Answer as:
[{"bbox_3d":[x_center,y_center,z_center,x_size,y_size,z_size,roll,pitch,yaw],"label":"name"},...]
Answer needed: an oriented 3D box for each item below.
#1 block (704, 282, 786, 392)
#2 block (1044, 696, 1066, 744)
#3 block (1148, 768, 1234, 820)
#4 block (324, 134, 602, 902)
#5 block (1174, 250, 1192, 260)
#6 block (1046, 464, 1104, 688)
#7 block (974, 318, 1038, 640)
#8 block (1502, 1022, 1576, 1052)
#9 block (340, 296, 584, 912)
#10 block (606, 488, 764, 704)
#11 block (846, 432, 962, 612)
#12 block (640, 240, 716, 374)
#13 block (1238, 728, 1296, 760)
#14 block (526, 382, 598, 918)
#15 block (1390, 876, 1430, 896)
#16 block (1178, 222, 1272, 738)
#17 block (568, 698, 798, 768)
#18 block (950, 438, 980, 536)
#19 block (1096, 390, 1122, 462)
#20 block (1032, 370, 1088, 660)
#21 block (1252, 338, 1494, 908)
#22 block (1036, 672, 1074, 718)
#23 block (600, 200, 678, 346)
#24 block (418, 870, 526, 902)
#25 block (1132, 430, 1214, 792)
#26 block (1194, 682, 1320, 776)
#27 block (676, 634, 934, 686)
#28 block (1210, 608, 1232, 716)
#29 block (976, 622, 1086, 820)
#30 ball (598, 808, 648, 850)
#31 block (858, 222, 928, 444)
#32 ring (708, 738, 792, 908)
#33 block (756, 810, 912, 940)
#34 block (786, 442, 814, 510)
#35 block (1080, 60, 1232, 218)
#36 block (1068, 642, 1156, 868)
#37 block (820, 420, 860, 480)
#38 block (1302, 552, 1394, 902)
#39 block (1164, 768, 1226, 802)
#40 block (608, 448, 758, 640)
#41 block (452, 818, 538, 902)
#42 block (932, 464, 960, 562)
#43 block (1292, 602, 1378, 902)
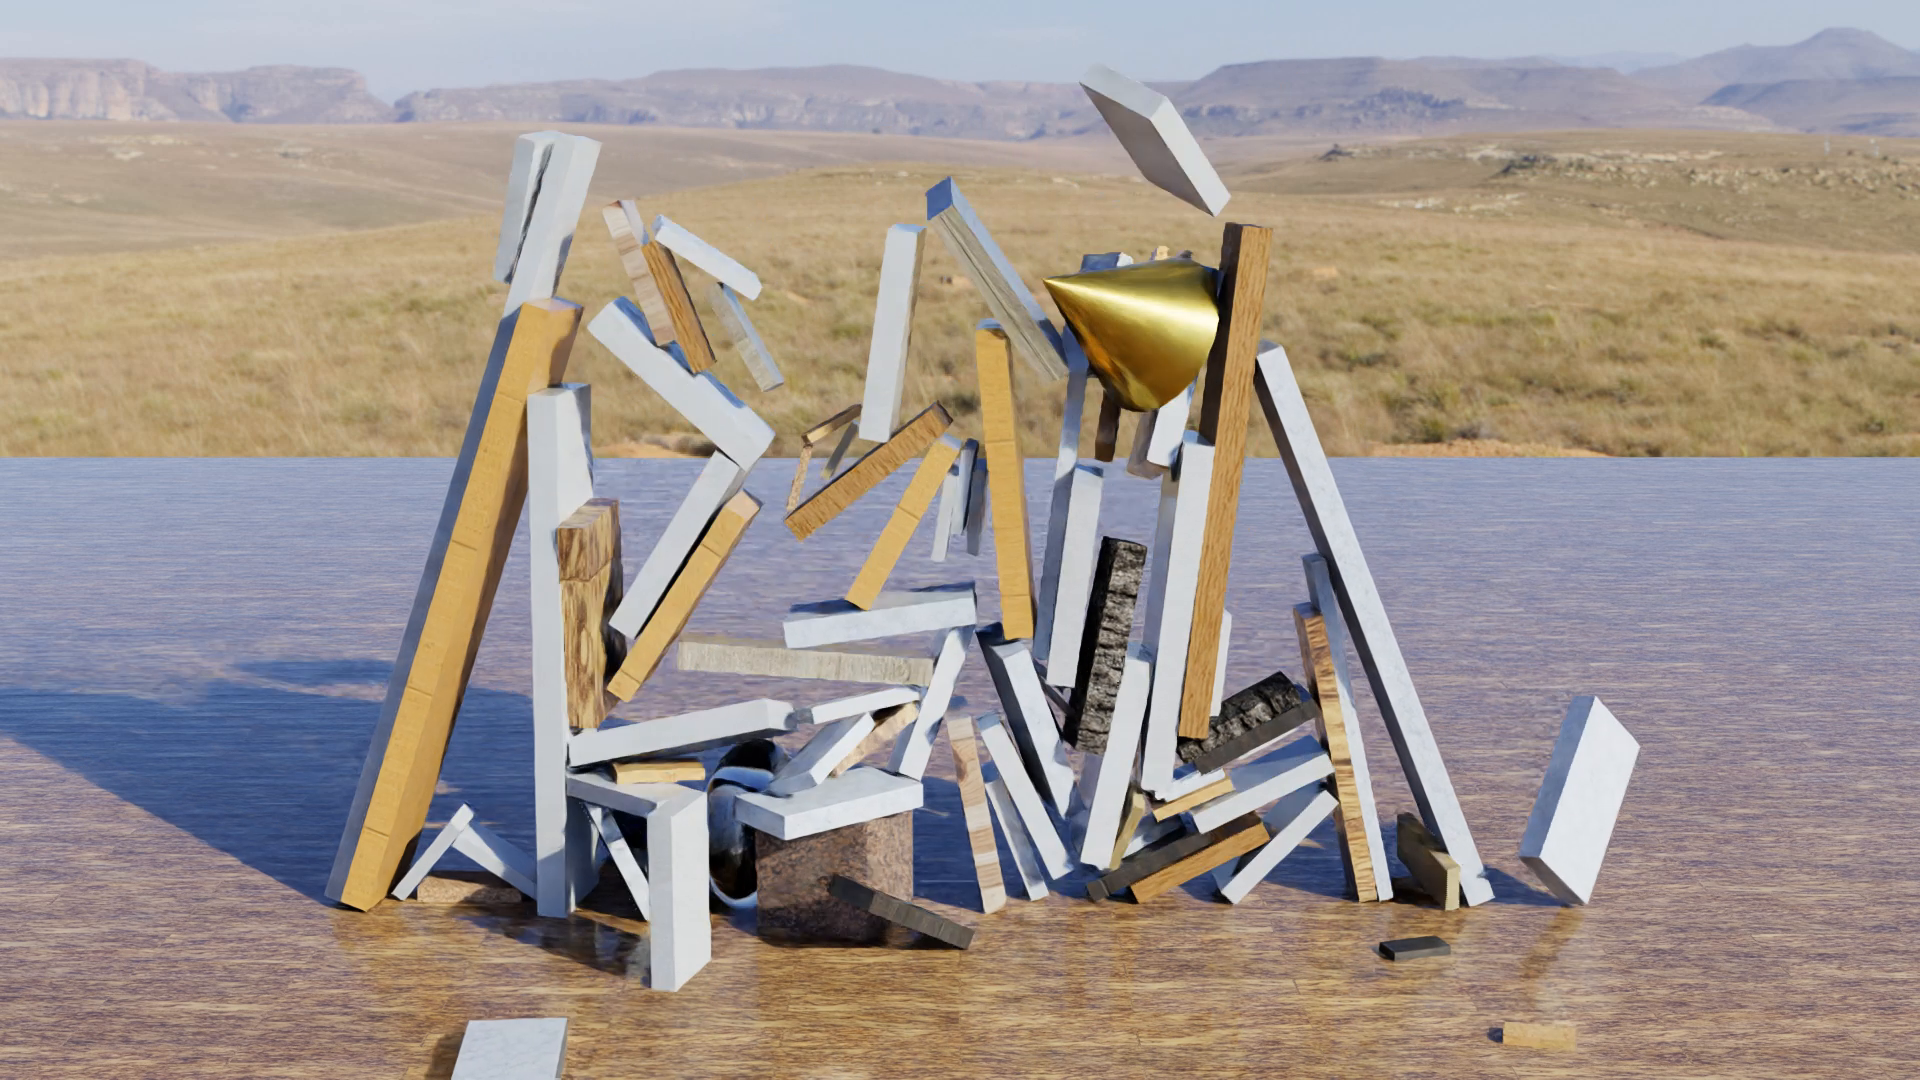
[{"bbox_3d":[-0.342,-0.323,3.497,0.026,0.184,0.092,-30,2,7],"label":"block"},{"bbox_3d":[0.144,0.289,3.639,0.014,0.096,0.048,-28,21,-8],"label":"block"},{"bbox_3d":[0.381,0.420,3.632,0.136,0.019,0.068,-23,10,2],"label":"block"},{"bbox_3d":[-0.805,-0.020,3.541,0.032,1.306,0.114,21,12,7],"label":"block"},{"bbox_3d":[0.350,-0.409,3.578,0.017,0.121,0.060,14,-3,-6],"label":"block"},{"bbox_3d":[0.187,0.056,3.567,0.047,0.329,0.164,8,14,3],"label":"block"},{"bbox_3d":[0.076,-0.102,3.555,0.046,0.499,0.164,-5,11,5],"label":"block"},{"bbox_3d":[0.810,0.694,3.073,0.097,0.014,0.049,3,11,16],"label":"block"},{"bbox_3d":[-0.805,0.106,3.553,0.047,1.031,0.165,21,12,5],"label":"block"},{"bbox_3d":[-0.442,0.089,3.551,0.042,0.363,0.147,34,14,-2],"label":"block"},{"bbox_3d":[-0.089,-0.034,3.545,0.042,0.293,0.147,30,9,-2],"label":"block"},{"bbox_3d":[-0.441,-0.369,3.457,0.026,0.212,0.092,-21,9,6],"label":"block"},{"bbox_3d":[0.498,0.326,3.624,0.106,0.015,0.053,-28,10,-2],"label":"block"},{"bbox_3d":[-0.640,0.178,3.560,0.047,0.849,0.167,3,11,9],"label":"block"},{"bbox_3d":[0.764,0.578,3.678,0.097,0.014,0.049,0,14,-6],"label":"block"},{"bbox_3d":[0.412,-0.097,3.539,0.047,0.816,0.164,5,10,-4],"label":"block"},{"bbox_3d":[-0.447,0.316,3.568,0.334,0.047,0.167,-12,-9,10],"label":"block"},{"bbox_3d":[0.007,-0.086,3.548,0.020,0.143,0.072,10,18,4],"label":"block"},{"bbox_3d":[0.255,-0.244,3.640,0.030,0.209,0.104,9,-14,5],"label":"block"},{"bbox_3d":[0.165,-0.039,3.642,0.030,0.474,0.104,8,-1,3],"label":"block"},{"bbox_3d":[0.664,0.137,3.585,0.043,0.978,0.153,-23,10,1],"label":"block"},{"bbox_3d":[0.147,0.251,3.619,0.014,0.096,0.048,-45,5,-4],"label":"block"},{"bbox_3d":[-0.493,-0.420,3.450,0.032,0.229,0.114,-21,8,6],"label":"block"},{"bbox_3d":[-0.809,0.578,3.669,0.171,0.024,0.086,0,11,0],"label":"block"},{"bbox_3d":[0.341,0.112,3.581,0.049,0.565,0.171,5,11,-4],"label":"block"},{"bbox_3d":[0.479,0.310,3.619,0.217,0.031,0.108,-28,10,2],"label":"block"},{"bbox_3d":[-0.255,0.195,3.589,0.408,0.043,0.153,4,2,-7],"label":"block"},{"bbox_3d":[0.415,0.197,3.598,0.024,0.167,0.084,6,8,-5],"label":"block"},{"bbox_3d":[0.116,0.296,3.615,0.043,0.305,0.153,-24,20,-10],"label":"block"},{"bbox_3d":[-0.583,0.472,3.882,0.154,0.154,0.154,0,11,0],"label":"ball"},{"bbox_3d":[-0.106,-0.330,3.472,0.046,0.328,0.164,9,12,3],"label":"block"},{"bbox_3d":[-0.341,0.464,3.598,0.093,0.280,0.280,5,12,18],"label":"ring"},{"bbox_3d":[-0.202,0.513,3.559,0.192,0.192,0.192,4,11,20],"label":"block"},{"bbox_3d":[-0.255,-0.101,3.505,0.014,0.101,0.050,16,13,-5],"label":"block"},{"bbox_3d":[0.313,-0.635,3.501,0.153,0.043,0.307,36,-3,33],"label":"block"},{"bbox_3d":[0.248,0.348,3.625,0.049,0.343,0.171,11,8,-5],"label":"block"},{"bbox_3d":[-0.190,-0.144,3.522,0.014,0.101,0.050,31,8,0],"label":"block"},{"bbox_3d":[0.638,0.308,3.620,0.024,0.578,0.084,-13,9,-1],"label":"block"},{"bbox_3d":[0.383,0.399,3.637,0.106,0.015,0.053,-23,10,-1],"label":"block"},{"bbox_3d":[-0.442,-0.002,3.540,0.047,0.330,0.165,33,10,0],"label":"block"},{"bbox_3d":[-0.756,0.531,3.649,0.171,0.024,0.086,34,8,-6],"label":"block"},{"bbox_3d":[-0.021,-0.043,3.553,0.020,0.143,0.072,11,19,4],"label":"block"},{"bbox_3d":[0.619,0.350,3.631,0.031,0.491,0.108,-13,11,0],"label":"block"}]
